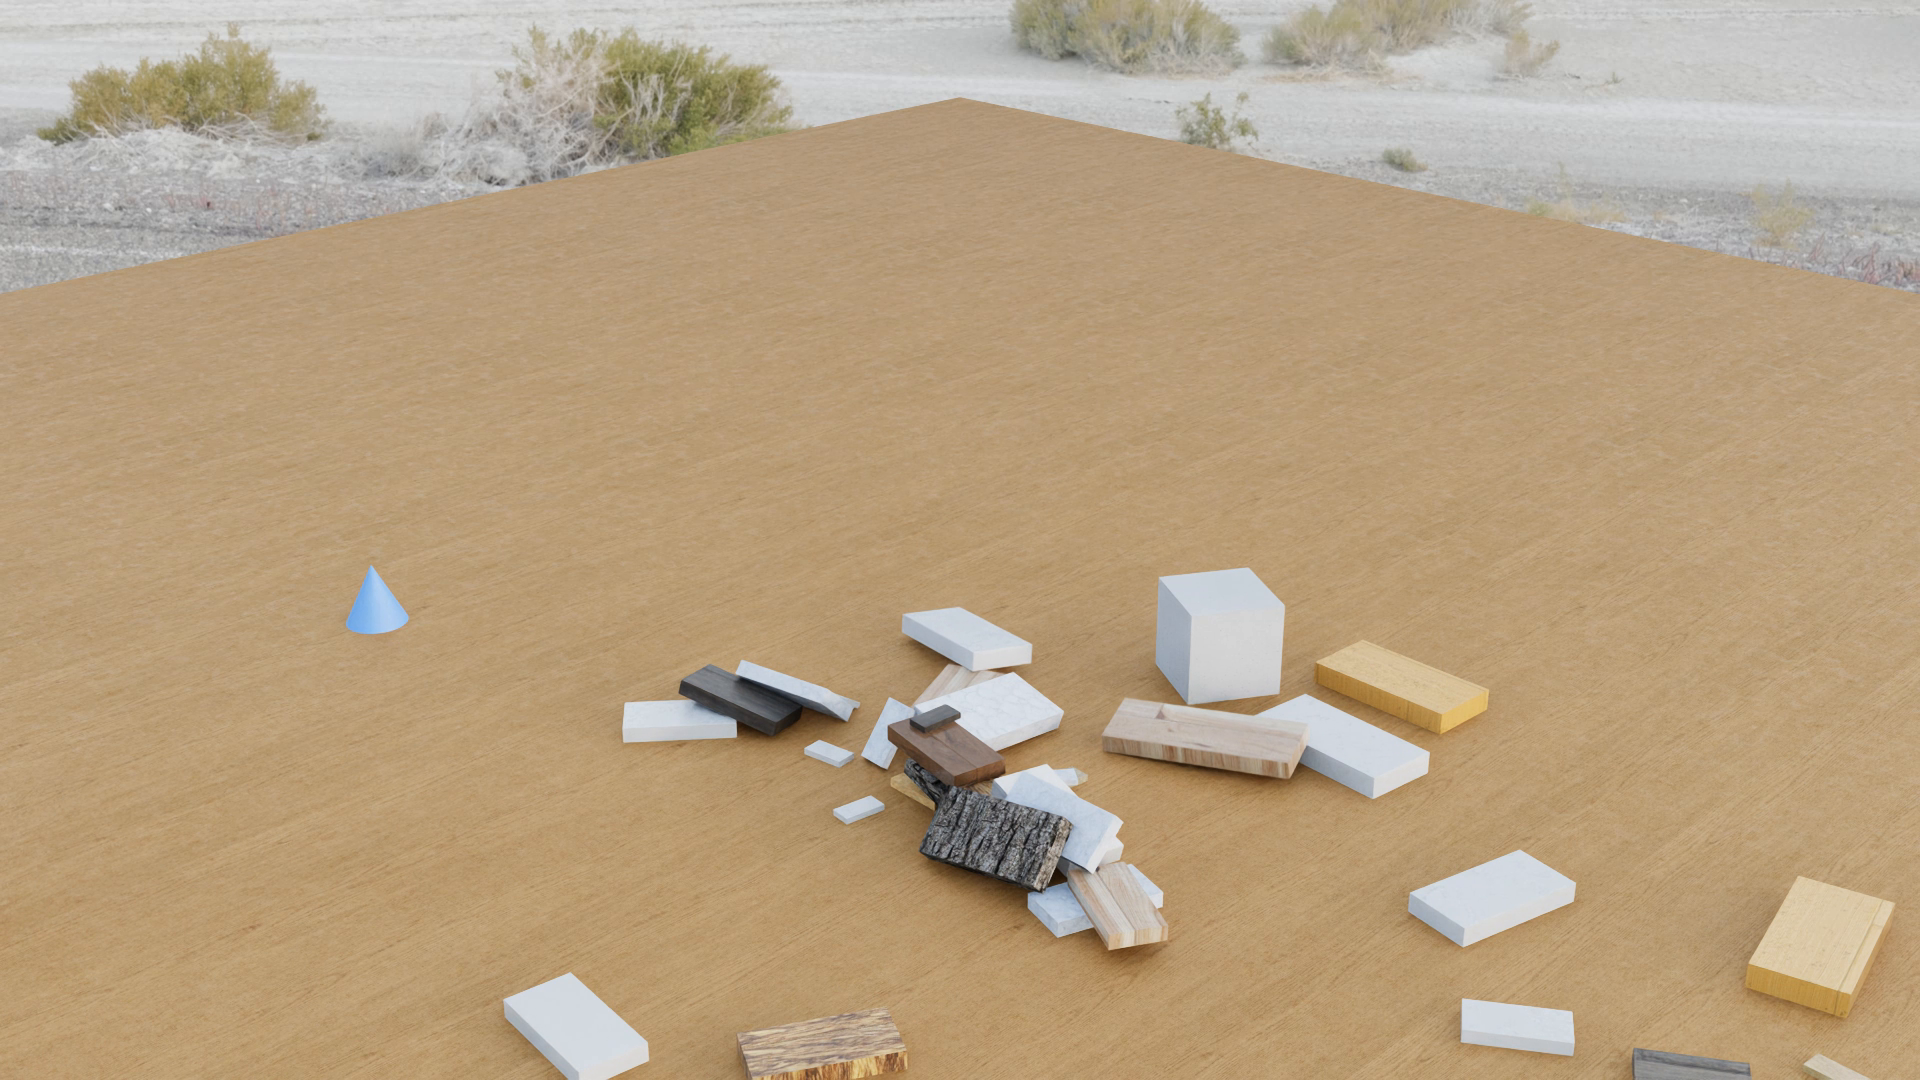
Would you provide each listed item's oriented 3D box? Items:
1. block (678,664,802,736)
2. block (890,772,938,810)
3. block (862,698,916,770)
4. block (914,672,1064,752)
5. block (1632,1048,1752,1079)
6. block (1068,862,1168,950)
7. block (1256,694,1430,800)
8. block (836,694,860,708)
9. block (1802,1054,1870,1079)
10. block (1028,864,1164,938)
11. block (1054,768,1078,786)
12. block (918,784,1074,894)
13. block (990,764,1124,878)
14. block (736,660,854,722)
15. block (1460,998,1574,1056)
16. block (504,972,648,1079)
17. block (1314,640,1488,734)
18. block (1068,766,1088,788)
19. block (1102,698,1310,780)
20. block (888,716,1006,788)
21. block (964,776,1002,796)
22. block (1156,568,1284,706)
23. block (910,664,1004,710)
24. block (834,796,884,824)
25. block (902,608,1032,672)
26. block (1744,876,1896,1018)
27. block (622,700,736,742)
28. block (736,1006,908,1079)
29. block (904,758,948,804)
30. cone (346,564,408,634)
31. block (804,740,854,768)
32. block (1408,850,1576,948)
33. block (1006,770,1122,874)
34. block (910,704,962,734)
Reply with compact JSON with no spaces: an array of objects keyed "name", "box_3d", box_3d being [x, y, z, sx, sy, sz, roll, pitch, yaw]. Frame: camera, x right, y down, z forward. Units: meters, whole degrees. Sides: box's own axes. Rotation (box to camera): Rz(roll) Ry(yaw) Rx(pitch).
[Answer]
[{"name":"block","box_3d":[-0.479,0.349,4.812,0.243,0.034,0.122,22,22,19]},{"name":"block","box_3d":[-0.072,0.512,4.529,0.068,0.019,0.137,-19,30,-38]},{"name":"block","box_3d":[-0.151,0.408,4.643,0.068,0.137,0.019,24,-3,44]},{"name":"block","box_3d":[0.059,0.379,4.712,0.158,0.045,0.316,37,33,31]},{"name":"block","box_3d":[1.209,0.889,3.631,0.185,0.026,0.093,5,24,12]},{"name":"block","box_3d":[0.289,0.672,4.053,0.113,0.032,0.227,-7,24,-15]},{"name":"block","box_3d":[0.803,0.435,4.672,0.174,0.049,0.347,-18,29,-36]},{"name":"block","box_3d":[-0.275,0.350,4.887,0.099,0.014,0.050,17,-5,35]},{"name":"block","box_3d":[1.503,0.910,3.599,0.047,0.013,0.242,-19,29,-37]},{"name":"block","box_3d":[0.254,0.676,4.127,0.227,0.032,0.113,-11,26,-25]},{"name":"block","box_3d":[0.194,0.493,4.547,0.094,0.013,0.047,-3,23,-7]},{"name":"block","box_3d":[0.067,0.571,4.209,0.287,0.041,0.144,10,67,40]},{"name":"block","box_3d":[0.188,0.546,4.303,0.131,0.037,0.262,-12,40,-33]},{"name":"block","box_3d":[-0.365,0.332,4.841,0.243,0.034,0.121,16,-15,33]},{"name":"block","box_3d":[0.953,0.833,3.763,0.185,0.026,0.093,5,23,11]},{"name":"block","box_3d":[-0.656,0.834,3.747,0.131,0.037,0.262,-17,28,-35]},{"name":"block","box_3d":[0.986,0.326,4.929,0.174,0.049,0.347,-20,30,-39]},{"name":"block","box_3d":[0.213,0.500,4.565,0.097,0.014,0.049,-18,29,-36]},{"name":"block","box_3d":[0.519,0.418,4.657,0.412,0.041,0.144,6,33,25]},{"name":"block","box_3d":[-0.029,0.424,4.464,0.123,0.035,0.247,-16,29,-31]},{"name":"block","box_3d":[0.112,0.556,4.329,0.247,0.035,0.123,35,39,31]},{"name":"block","box_3d":[0.585,0.215,4.974,0.218,0.218,0.218,-6,24,-13]},{"name":"block","box_3d":[-0.009,0.370,4.831,0.158,0.045,0.316,9,24,19]},{"name":"block","box_3d":[-0.205,0.547,4.456,0.094,0.013,0.047,-17,28,-34]},{"name":"block","box_3d":[0.014,0.228,5.105,0.158,0.045,0.316,-6,17,-31]},{"name":"block","box_3d":[1.558,0.731,3.976,0.174,0.049,0.347,14,27,30]},{"name":"block","box_3d":[-0.609,0.392,4.793,0.243,0.034,0.122,-2,23,-5]},{"name":"block","box_3d":[-0.233,0.858,3.692,0.262,0.037,0.131,-7,24,-16]},{"name":"block","box_3d":[0.011,0.509,4.434,0.123,0.035,0.247,-16,42,-37]},{"name":"cone","box_3d":[-1.405,0.127,5.274,0.147,0.147,0.147,0,23,0]},{"name":"block","box_3d":[-0.278,0.454,4.673,0.097,0.014,0.049,17,28,34]},{"name":"block","box_3d":[0.999,0.670,4.129,0.287,0.041,0.144,-14,27,-30]},{"name":"block","box_3d":[0.186,0.537,4.201,0.244,0.032,0.113,22,75,42]},{"name":"block","box_3d":[-0.051,0.368,4.529,0.097,0.014,0.049,-20,31,-36]}]
